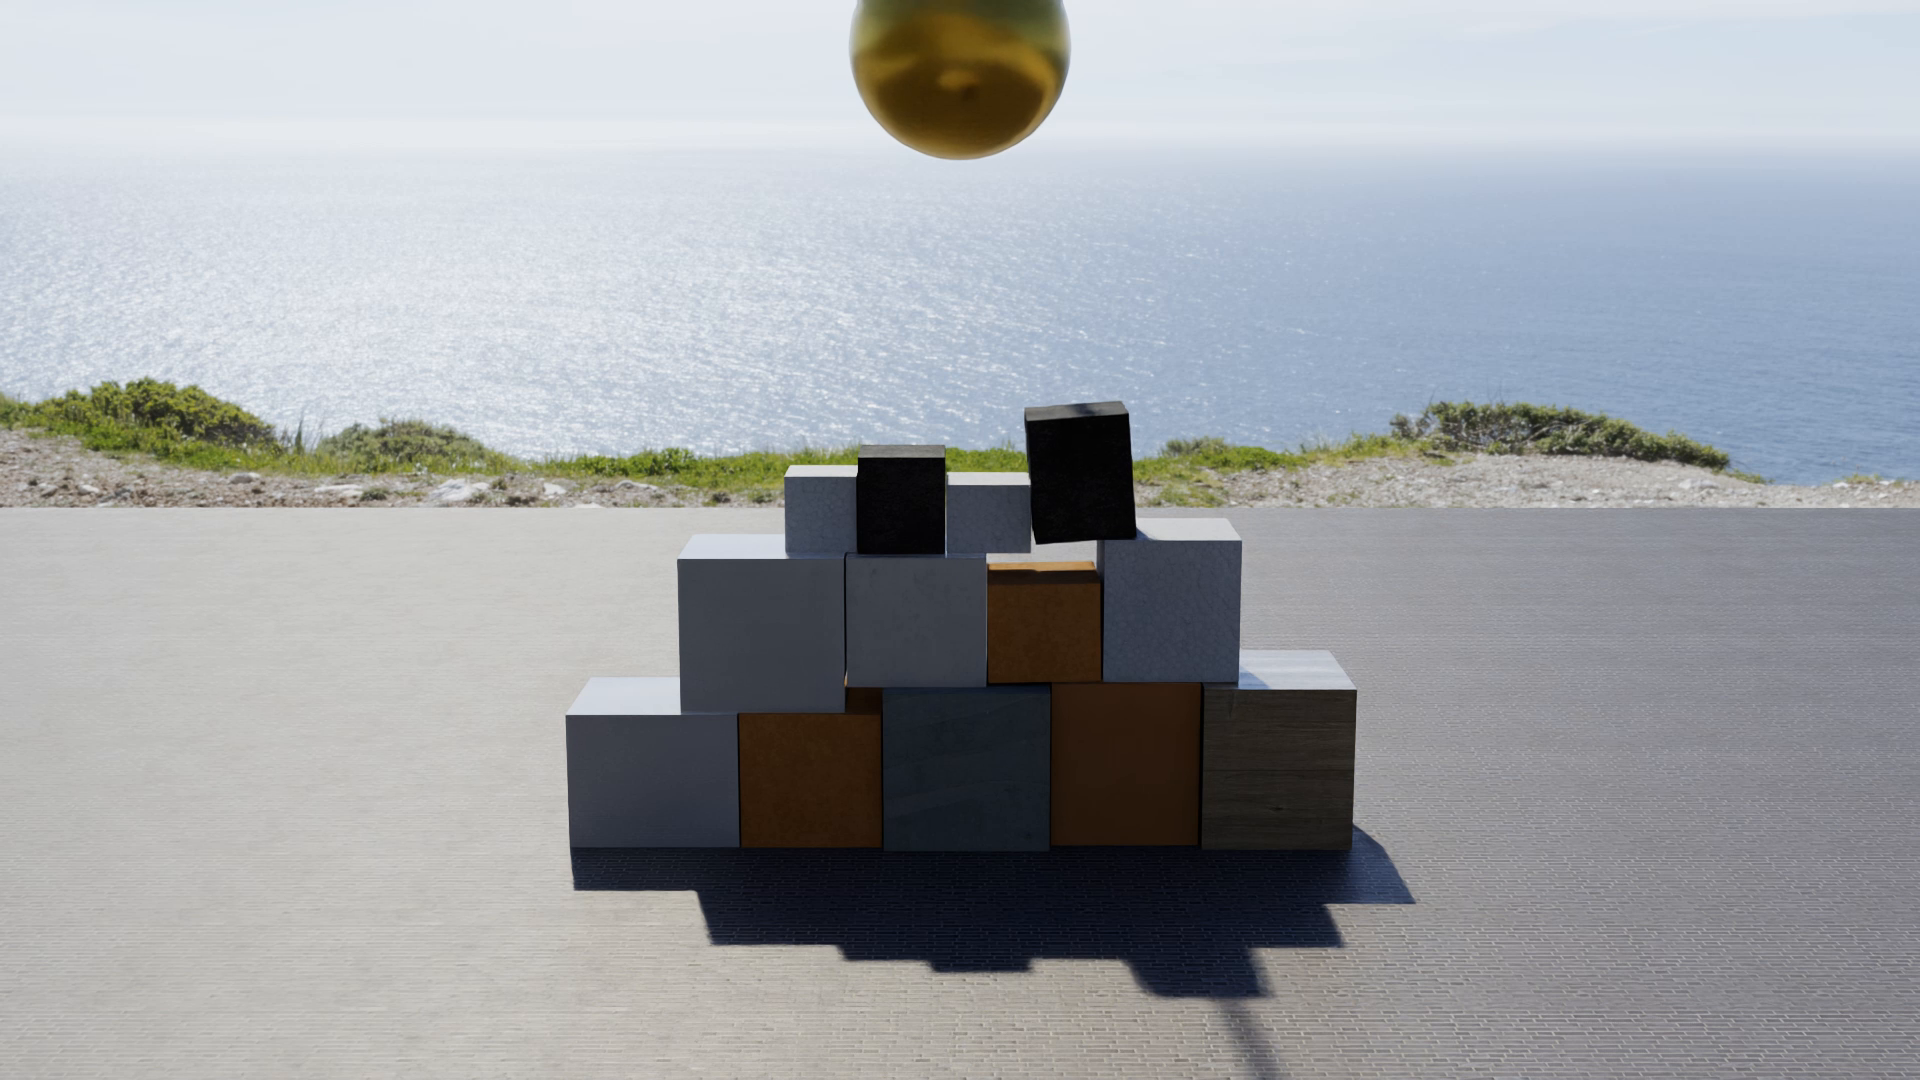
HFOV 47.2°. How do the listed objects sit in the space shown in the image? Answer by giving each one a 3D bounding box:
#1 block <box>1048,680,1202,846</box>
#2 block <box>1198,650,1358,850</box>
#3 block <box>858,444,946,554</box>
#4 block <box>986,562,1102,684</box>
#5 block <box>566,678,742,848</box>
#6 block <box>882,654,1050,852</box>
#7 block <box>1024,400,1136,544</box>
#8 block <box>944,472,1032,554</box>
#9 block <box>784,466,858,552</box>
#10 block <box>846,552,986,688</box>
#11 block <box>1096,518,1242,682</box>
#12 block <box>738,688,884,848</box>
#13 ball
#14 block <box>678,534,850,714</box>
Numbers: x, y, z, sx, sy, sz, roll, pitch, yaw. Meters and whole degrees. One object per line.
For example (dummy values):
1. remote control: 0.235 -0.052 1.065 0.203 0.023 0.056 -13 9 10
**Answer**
1. block: 0.829 1.066 11.370 0.743 0.834 0.708 0 10 0
2. block: 1.587 1.070 11.364 0.754 0.829 0.841 0 10 0
3. block: -0.291 -0.211 11.154 0.431 0.488 0.466 0 10 0
4. block: 0.419 0.413 11.240 0.564 0.499 0.582 -1 10 0
5. block: -1.537 1.138 11.384 0.855 0.687 0.774 0 10 0
6. block: 0.033 1.078 11.373 0.829 0.810 0.904 0 10 0
7. block: 0.602 -0.347 11.098 0.501 0.619 0.546 -4 10 1
8. block: 0.140 -0.141 11.165 0.430 0.347 0.420 0 10 0
9. block: -0.695 -0.162 11.160 0.359 0.383 0.382 0 10 0
10. block: -0.216 0.353 11.256 0.697 0.658 0.662 0 10 0
11. block: 1.055 0.298 11.249 0.678 0.720 0.639 0 10 0
12. block: -0.745 1.141 11.368 0.708 0.687 0.750 0 10 0
13. ball: 0.000 -3.521 15.729 1.600 1.600 1.600 0 10 0
14. block: -0.984 0.417 11.240 0.820 0.784 0.679 0 10 0
